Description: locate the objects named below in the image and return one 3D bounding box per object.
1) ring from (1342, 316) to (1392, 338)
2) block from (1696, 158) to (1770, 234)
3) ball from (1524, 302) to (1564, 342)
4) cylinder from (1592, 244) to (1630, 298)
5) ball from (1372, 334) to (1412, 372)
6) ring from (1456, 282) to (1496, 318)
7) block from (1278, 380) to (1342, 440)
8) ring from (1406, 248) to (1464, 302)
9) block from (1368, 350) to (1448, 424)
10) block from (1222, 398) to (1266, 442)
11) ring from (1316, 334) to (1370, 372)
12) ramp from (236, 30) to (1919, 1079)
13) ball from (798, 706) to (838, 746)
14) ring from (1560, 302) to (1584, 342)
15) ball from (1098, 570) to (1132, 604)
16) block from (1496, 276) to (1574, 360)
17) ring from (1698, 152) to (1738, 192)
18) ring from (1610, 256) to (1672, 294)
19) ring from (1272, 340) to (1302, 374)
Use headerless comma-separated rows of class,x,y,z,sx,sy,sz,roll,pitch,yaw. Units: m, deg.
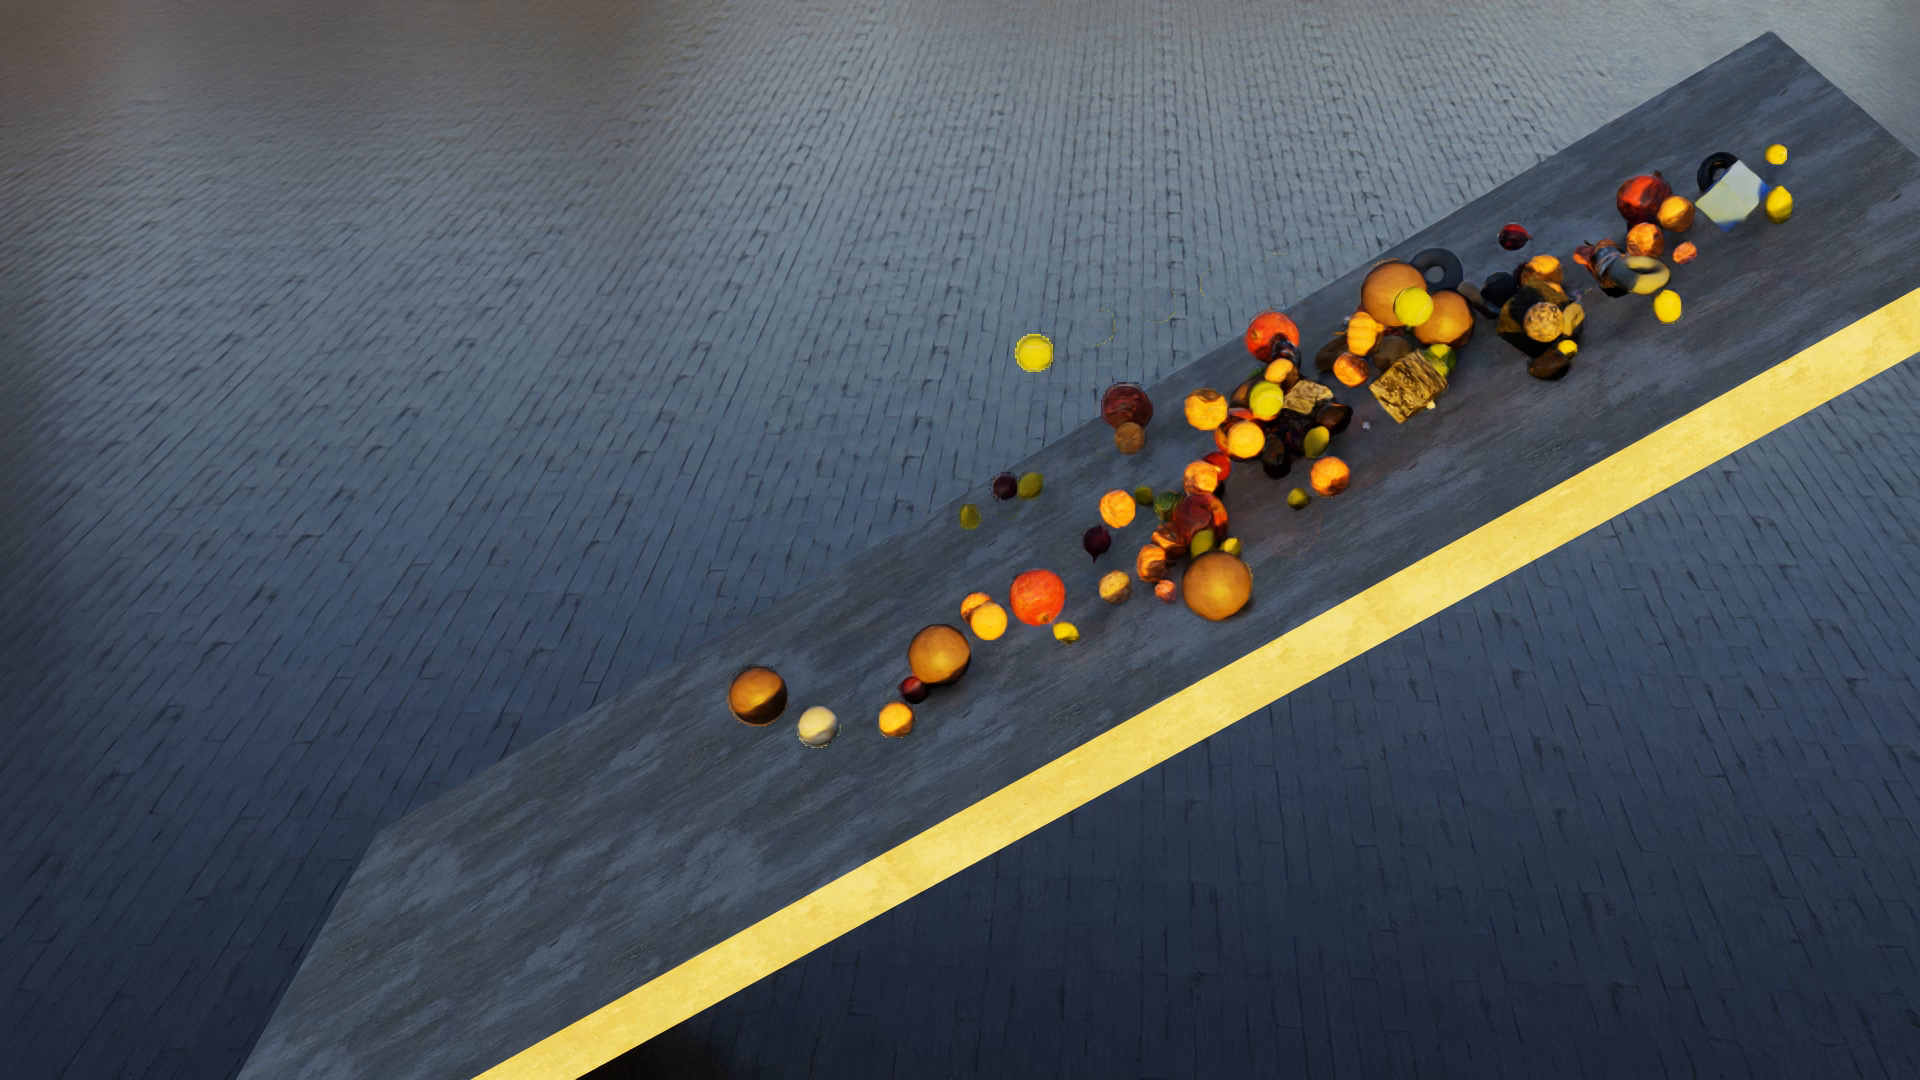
ring,0.881,-0.462,6.372,0.111,0.037,0.111,6,14,-1
block,1.483,-0.660,5.647,0.084,0.084,0.084,44,53,2
ball,1.098,-0.410,5.533,0.077,0.077,0.077,0,20,0
cylinder,1.278,-0.525,5.753,0.076,0.076,0.076,1,42,3
ball,0.891,-0.383,6.067,0.081,0.081,0.081,0,20,0
ring,1.072,-0.495,6.072,0.106,0.035,0.106,37,6,-5
block,0.718,-0.267,6.031,0.079,0.079,0.079,21,63,45
ring,1.033,-0.577,6.397,0.122,0.122,0.041,5,-12,13
block,0.869,-0.297,5.696,0.092,0.092,0.092,50,34,8
block,0.613,-0.258,6.345,0.063,0.063,0.063,-34,15,-1
ring,0.833,-0.411,6.409,0.130,0.043,0.130,-30,15,9
ramp,0.141,0.169,6.290,4.000,0.100,2.000,-30,15,13
ball,-0.296,0.388,6.142,0.085,0.085,0.085,0,20,0
ring,1.168,-0.415,5.620,0.026,0.078,0.078,15,25,35
ball,0.309,0.094,5.851,0.067,0.067,0.067,0,20,0
block,1.109,-0.428,5.678,0.097,0.097,0.097,37,69,20
ring,1.524,-0.730,5.892,0.098,0.098,0.033,15,6,37
ring,1.293,-0.505,5.589,0.115,0.038,0.115,1,32,-1
ring,0.691,-0.387,6.229,0.026,0.078,0.078,-29,32,-33
